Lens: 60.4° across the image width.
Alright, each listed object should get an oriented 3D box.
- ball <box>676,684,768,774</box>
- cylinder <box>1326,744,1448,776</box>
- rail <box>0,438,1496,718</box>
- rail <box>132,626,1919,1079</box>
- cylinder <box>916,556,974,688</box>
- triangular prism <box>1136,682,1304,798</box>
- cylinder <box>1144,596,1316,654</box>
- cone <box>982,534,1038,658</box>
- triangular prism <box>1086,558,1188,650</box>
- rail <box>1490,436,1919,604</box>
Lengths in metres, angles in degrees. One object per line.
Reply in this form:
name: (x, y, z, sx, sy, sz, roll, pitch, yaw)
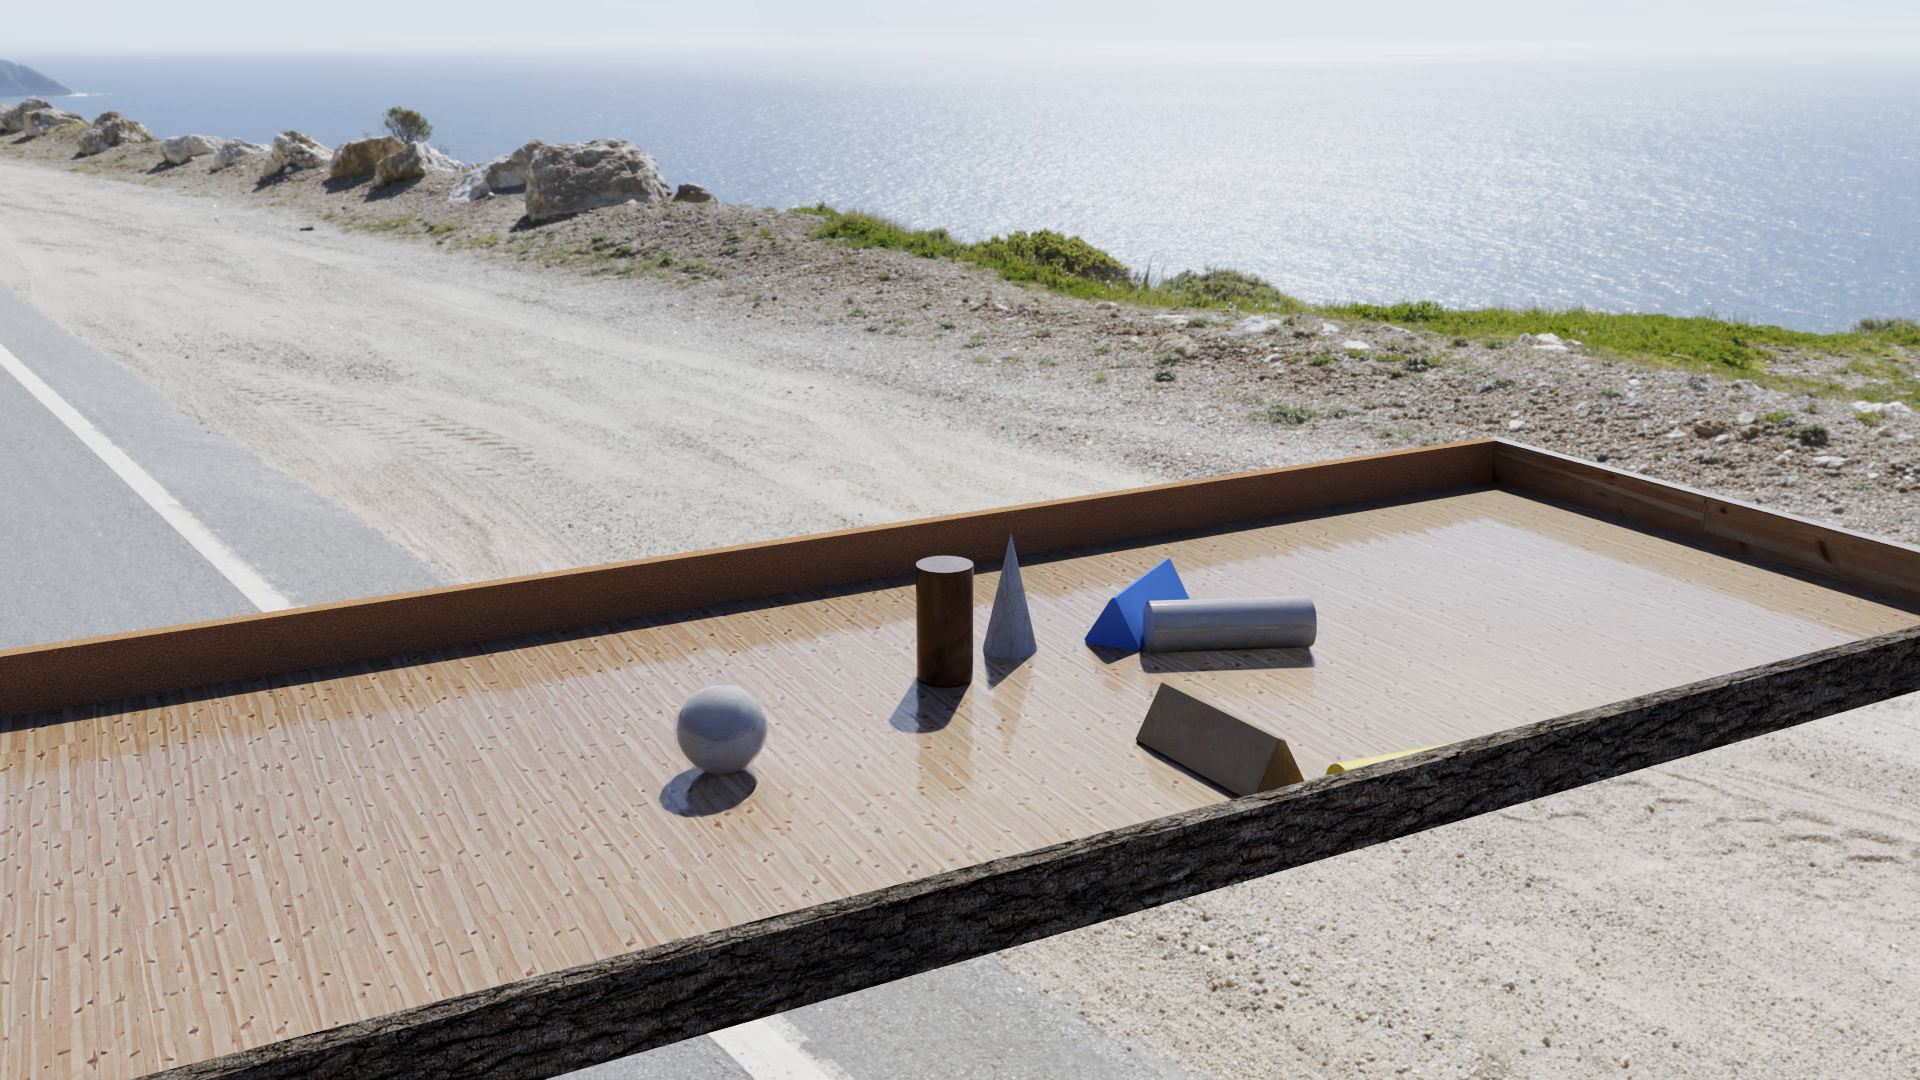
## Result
ball: (-0.520, 0.412, 3.601, 0.198, 0.198, 0.198, 0, 16, 0)
cylinder: (0.971, 0.495, 3.485, 0.398, 0.105, 0.105, -6, 17, -20)
rail: (-3.305, 0.497, 3.399, 12.000, 0.150, 0.050, -9, 18, -27)
rail: (-2.336, 1.006, 1.665, 12.000, 0.150, 0.050, -9, 18, -27)
cylinder: (-0.038, 0.204, 4.128, 0.143, 0.300, 0.143, 0, 16, 0)
triangular prism: (0.572, 0.433, 3.638, 0.150, 0.130, 0.396, -11, 19, -31)
cylinder: (0.710, 0.222, 4.354, 0.432, 0.138, 0.138, -2, 16, -6)
cone: (0.132, 0.136, 4.324, 0.145, 0.321, 0.145, 0, 16, 0)
triangular prism: (0.498, 0.165, 4.542, 0.155, 0.134, 0.409, 9, 18, 26)
rail: (2.466, -0.048, 5.253, 0.050, 0.150, 2.100, -9, 18, -27)
